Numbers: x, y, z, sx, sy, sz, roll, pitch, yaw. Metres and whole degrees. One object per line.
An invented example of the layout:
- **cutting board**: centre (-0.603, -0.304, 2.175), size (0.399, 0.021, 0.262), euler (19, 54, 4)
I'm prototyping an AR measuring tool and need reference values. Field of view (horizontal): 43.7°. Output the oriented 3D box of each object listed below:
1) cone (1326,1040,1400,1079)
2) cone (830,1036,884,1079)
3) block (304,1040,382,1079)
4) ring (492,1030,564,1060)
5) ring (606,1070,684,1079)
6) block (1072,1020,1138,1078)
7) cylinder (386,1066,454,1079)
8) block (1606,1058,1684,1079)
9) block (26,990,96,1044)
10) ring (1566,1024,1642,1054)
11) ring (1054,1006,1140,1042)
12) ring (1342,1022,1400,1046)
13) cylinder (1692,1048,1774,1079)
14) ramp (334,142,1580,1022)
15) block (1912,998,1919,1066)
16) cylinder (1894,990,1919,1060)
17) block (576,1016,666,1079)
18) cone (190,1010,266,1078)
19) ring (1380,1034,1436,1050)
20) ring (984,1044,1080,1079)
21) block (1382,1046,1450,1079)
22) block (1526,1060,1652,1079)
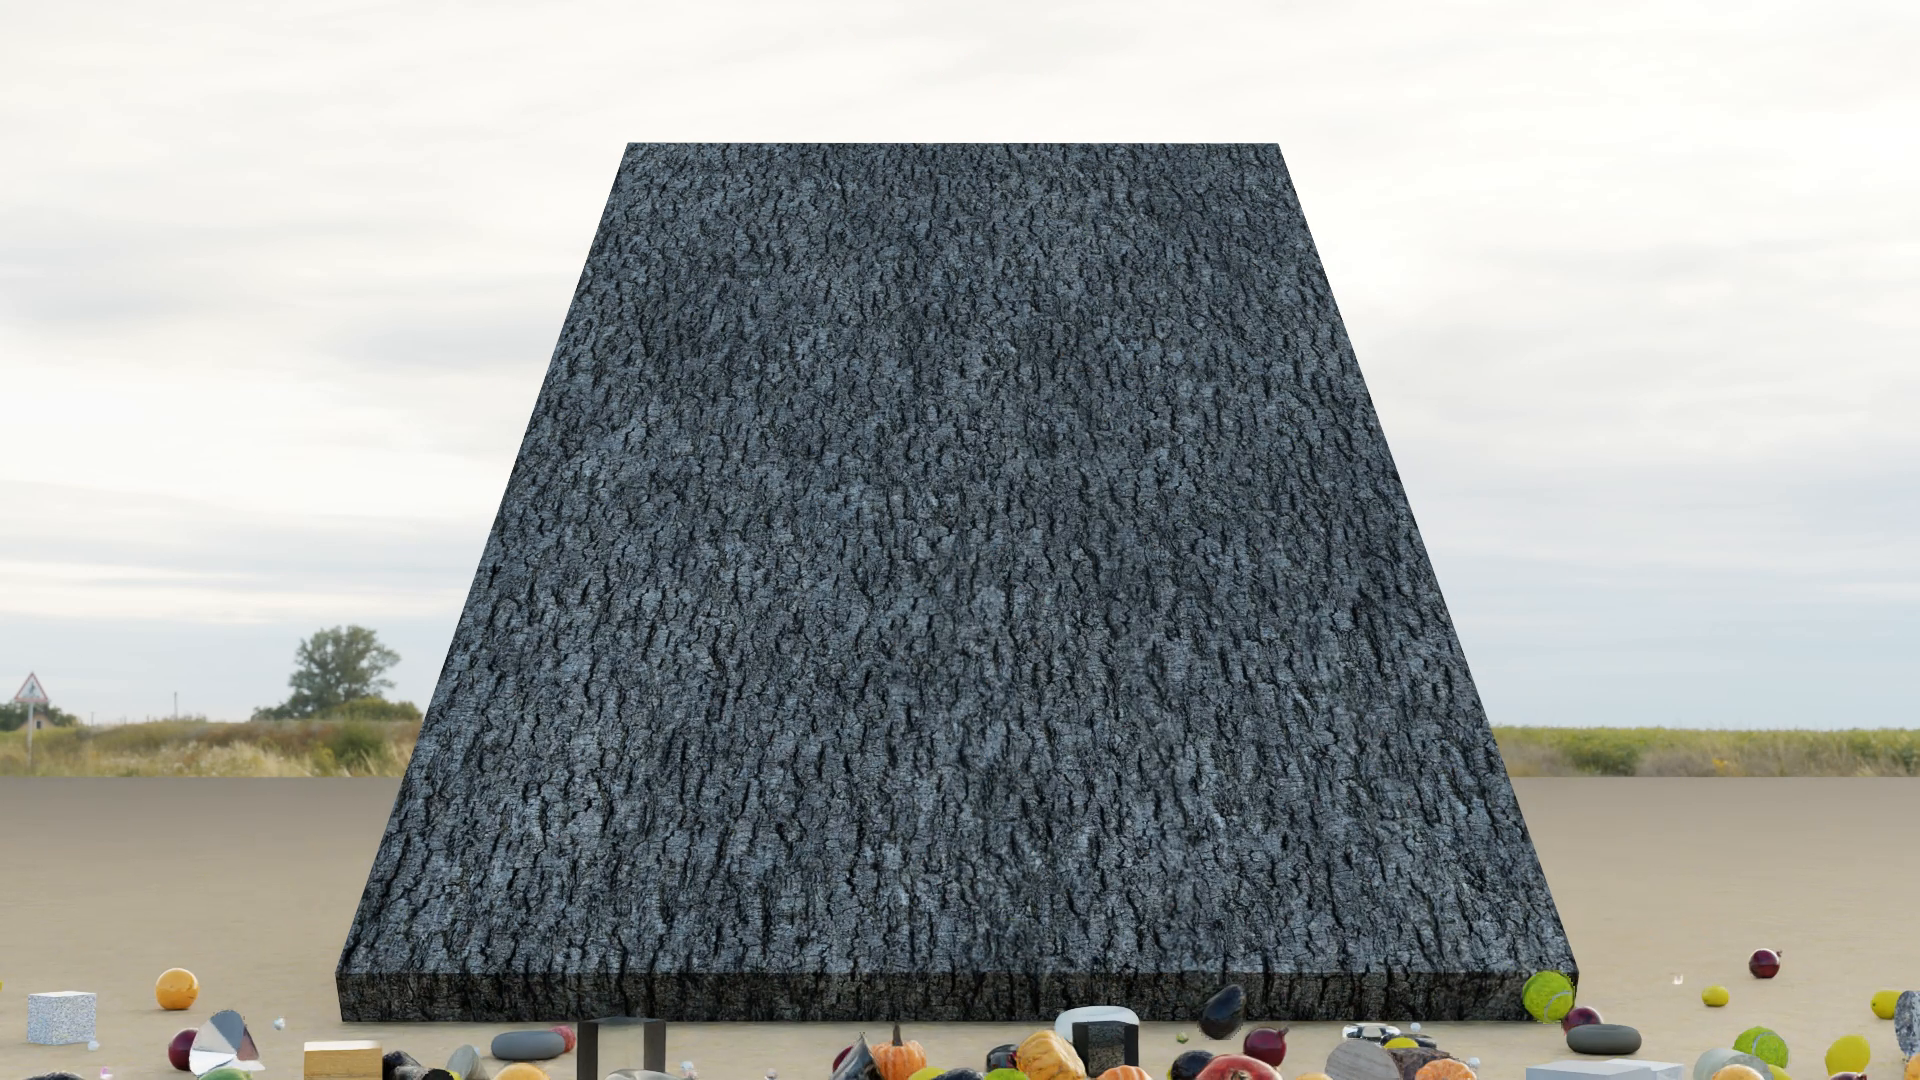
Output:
- **cone**: centre (0.469, 0.664, 2.881), size (0.095, 0.095, 0.095), euler (1, -32, -13)
- **cone**: centre (-0.141, 0.665, 2.901), size (0.096, 0.096, 0.096), euler (-26, -3, -5)
- **block**: centre (-0.720, 0.633, 2.791), size (0.087, 0.087, 0.087), euler (1, -6, -15)
- **ring**: centre (-0.614, 0.718, 3.404), size (0.104, 0.035, 0.104), euler (-1, -6, 0)
- **ring**: centre (-0.355, 0.649, 2.790), size (0.130, 0.043, 0.130), euler (12, -3, 1)
- **block**: centre (0.195, 0.685, 3.223), size (0.067, 0.067, 0.067), euler (2, -6, -23)
- **cylinder**: centre (-0.630, 0.645, 2.789), size (0.062, 0.062, 0.062), euler (-8, -9, 40)
- **block**: centre (0.753, 0.624, 2.664), size (0.080, 0.080, 0.080), euler (-4, -7, 38)
- **block**: centre (-1.355, 0.721, 3.614), size (0.070, 0.070, 0.070), euler (-4, -7, 38)
- **ring**: centre (0.935, 0.725, 3.476), size (0.106, 0.035, 0.106), euler (-1, -5, 0)
- **ring**: centre (0.207, 0.733, 3.622), size (0.128, 0.043, 0.128), euler (-3, -2, 0)
- **ring**: centre (0.615, 0.738, 3.577), size (0.088, 0.029, 0.088), euler (1, -7, 0)
- **cylinder**: centre (0.926, 0.648, 2.868), size (0.072, 0.072, 0.072), euler (0, -6, -4)
- **ramp**: centre (-0.012, -0.219, 5.628), size (2.000, 0.100, 4.000), euler (0, 29, 0)
- **block**: centre (1.378, 0.678, 3.287), size (0.093, 0.093, 0.093), euler (2, -6, -15)
- **cylinder**: centre (1.393, 0.686, 3.393), size (0.096, 0.096, 0.096), euler (1, -6, -6)
- **block**: centre (-0.441, 0.667, 3.120), size (0.082, 0.082, 0.082), euler (-3, -6, 29)
- **cone**: centre (-0.971, 0.698, 3.239), size (0.095, 0.095, 0.095), euler (-4, -33, 34)
- **ring**: centre (0.645, 0.726, 3.444), size (0.080, 0.027, 0.080), euler (1, -5, 0)
- **ring**: centre (0.095, 0.692, 3.162), size (0.125, 0.042, 0.125), euler (0, -4, 0)
- **block**: centre (0.557, 0.658, 2.936), size (0.064, 0.064, 0.064), euler (2, -6, -17)
- **block**: centre (0.663, 0.603, 2.522), size (0.095, 0.095, 0.095), euler (-5, -7, 42)
